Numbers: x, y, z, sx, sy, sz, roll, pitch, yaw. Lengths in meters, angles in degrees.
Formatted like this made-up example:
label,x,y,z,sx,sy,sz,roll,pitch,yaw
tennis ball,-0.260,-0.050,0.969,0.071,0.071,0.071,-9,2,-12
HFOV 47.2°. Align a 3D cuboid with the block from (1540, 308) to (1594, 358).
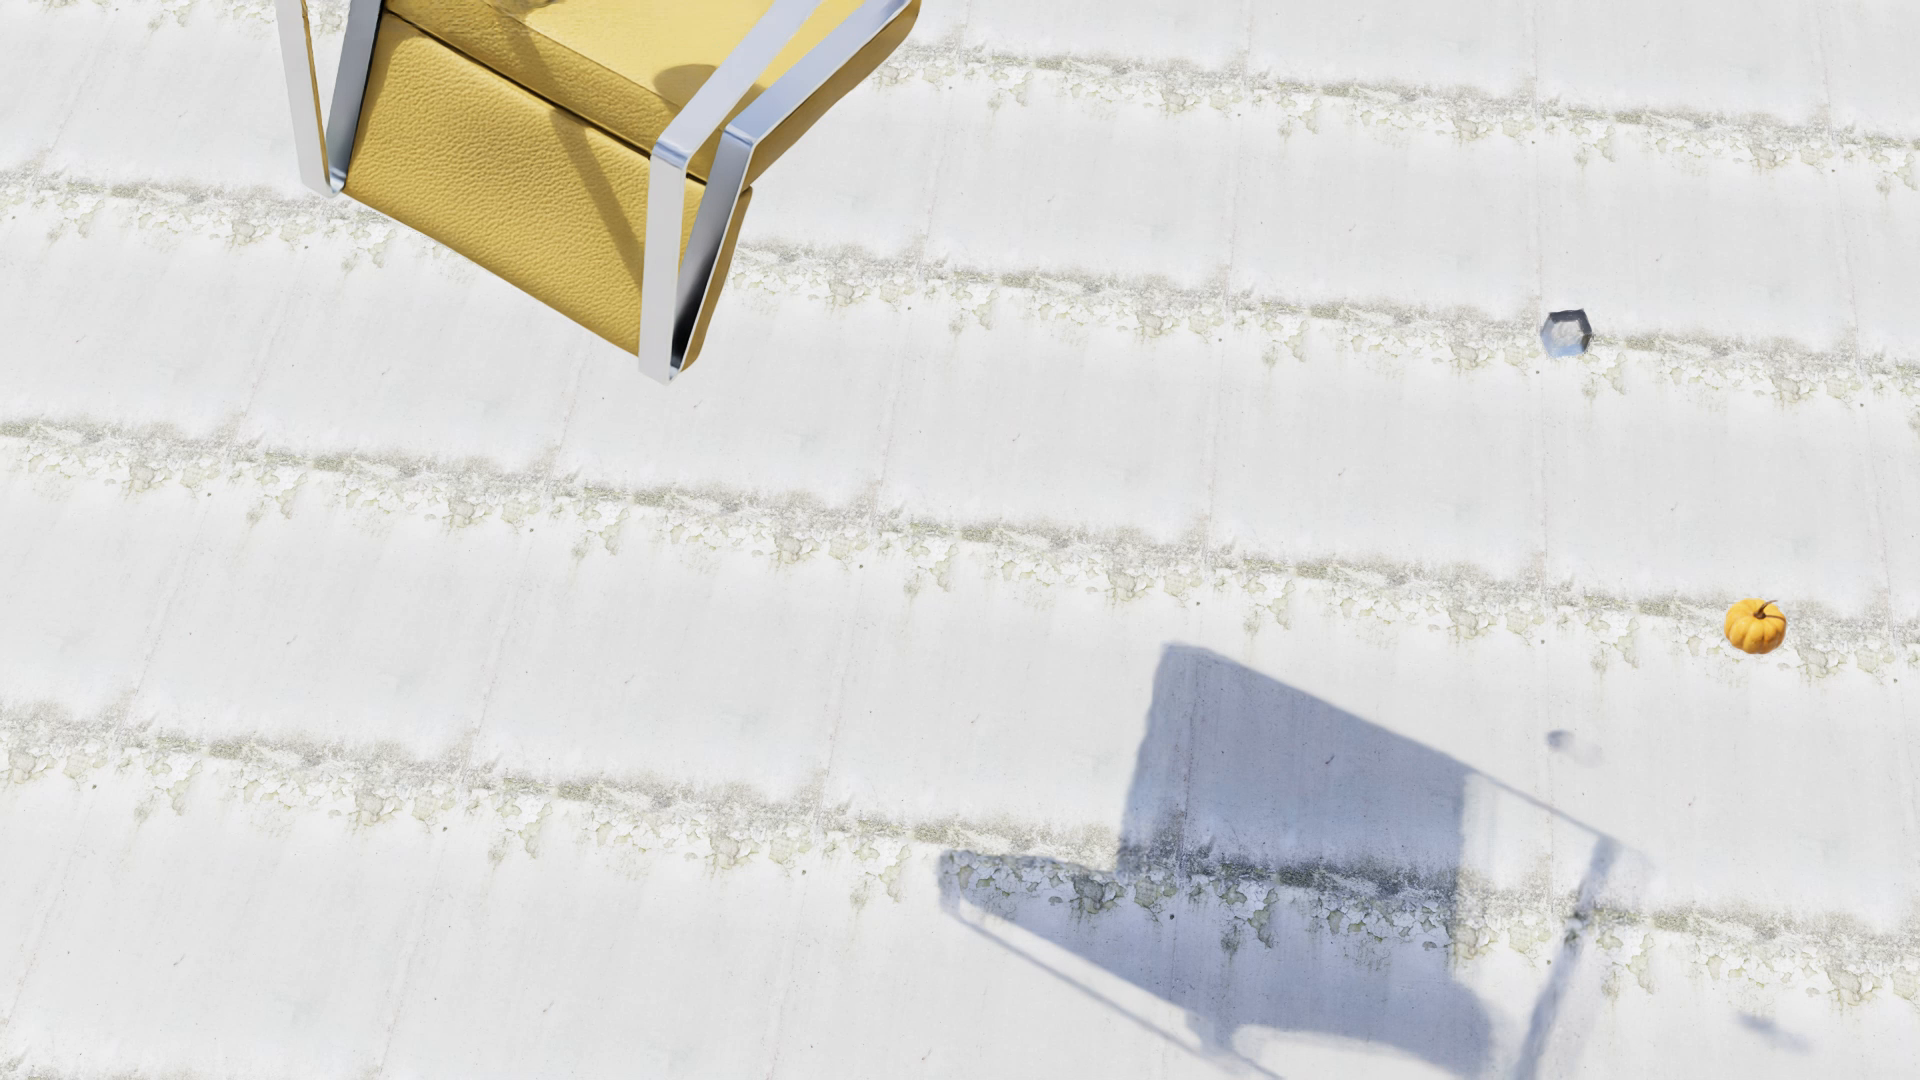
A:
label,x,y,z,sx,sy,sz,roll,pitch,yaw
block,1.130,-0.385,4.098,0.068,0.066,0.058,-7,59,-6
